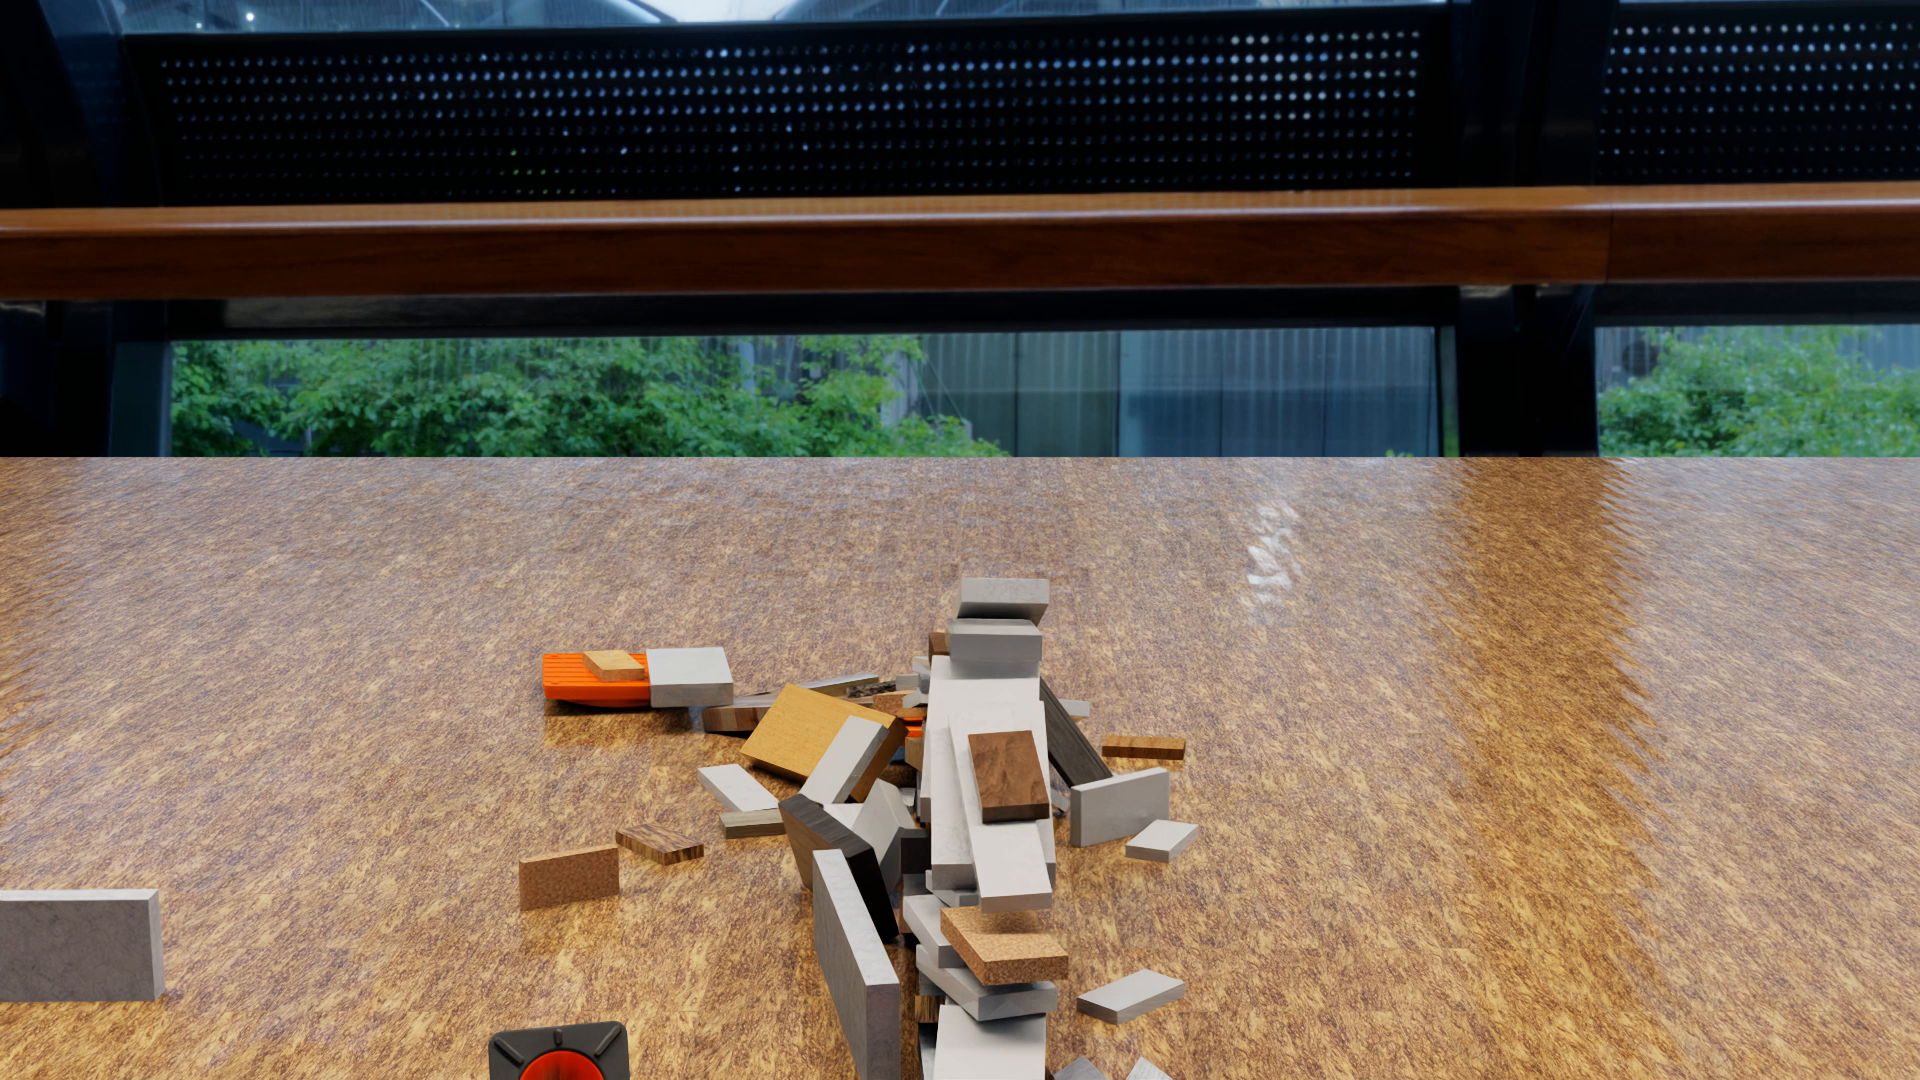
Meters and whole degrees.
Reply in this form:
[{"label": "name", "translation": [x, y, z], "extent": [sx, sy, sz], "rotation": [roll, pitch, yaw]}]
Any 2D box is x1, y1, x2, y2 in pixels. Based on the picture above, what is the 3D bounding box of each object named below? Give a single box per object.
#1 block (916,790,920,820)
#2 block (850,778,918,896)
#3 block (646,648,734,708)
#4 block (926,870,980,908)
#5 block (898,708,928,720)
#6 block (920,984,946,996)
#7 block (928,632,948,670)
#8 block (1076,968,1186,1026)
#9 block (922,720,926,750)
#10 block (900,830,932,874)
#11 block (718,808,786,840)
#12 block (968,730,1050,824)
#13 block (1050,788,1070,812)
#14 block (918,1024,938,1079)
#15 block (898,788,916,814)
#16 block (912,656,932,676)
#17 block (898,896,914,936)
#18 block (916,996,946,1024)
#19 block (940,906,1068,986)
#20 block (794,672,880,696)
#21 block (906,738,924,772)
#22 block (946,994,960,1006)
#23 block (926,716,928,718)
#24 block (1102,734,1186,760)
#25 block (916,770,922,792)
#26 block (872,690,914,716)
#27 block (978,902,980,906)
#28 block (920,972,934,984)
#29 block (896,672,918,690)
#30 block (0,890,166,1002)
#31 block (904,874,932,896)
[{"label": "block", "translation": [0.001, 0.472, 3.913], "extent": [0.157, 0.044, 0.314], "rotation": [0, -8, -2]}, {"label": "block", "translation": [-0.136, 0.509, 3.717], "extent": [0.039, 0.138, 0.276], "rotation": [26, 5, -13]}, {"label": "block", "translation": [-0.592, 0.297, 4.794], "extent": [0.172, 0.049, 0.345], "rotation": [-1, 10, -10]}, {"label": "block", "translation": [0.017, 0.475, 2.993], "extent": [0.086, 0.024, 0.173], "rotation": [-1, 3, -16]}, {"label": "block", "translation": [-0.053, 0.326, 4.142], "extent": [0.116, 0.016, 0.058], "rotation": [-4, -12, 17]}, {"label": "block", "translation": [0.000, 0.633, 3.112], "extent": [0.110, 0.031, 0.220], "rotation": [0, -13, 0]}, {"label": "block", "translation": [0.035, 0.190, 3.587], "extent": [0.164, 0.047, 0.329], "rotation": [1, 3, -2]}, {"label": "block", "translation": [0.250, 0.665, 3.204], "extent": [0.077, 0.022, 0.153], "rotation": [10, 15, 44]}, {"label": "block", "translation": [0.010, 0.325, 3.669], "extent": [0.145, 0.041, 0.290], "rotation": [0, -3, 0]}, {"label": "block", "translation": [0.005, 0.465, 3.299], "extent": [0.180, 0.051, 0.359], "rotation": [0, -6, 0]}, {"label": "block", "translation": [-0.353, 0.515, 4.008], "extent": [0.163, 0.023, 0.081], "rotation": [-3, 11, -15]}, {"label": "block", "translation": [0.064, 0.317, 2.961], "extent": [0.089, 0.025, 0.178], "rotation": [-3, 28, -5]}, {"label": "block", "translation": [0.132, 0.450, 4.069], "extent": [0.160, 0.023, 0.080], "rotation": [34, -7, 4]}, {"label": "block", "translation": [0.012, 0.694, 2.863], "extent": [0.124, 0.035, 0.247], "rotation": [1, 10, -4]}, {"label": "block", "translation": [-0.114, 0.492, 4.152], "extent": [0.057, 0.016, 0.114], "rotation": [0, 11, 1]}, {"label": "block", "translation": [-0.017, 0.218, 3.776], "extent": [0.086, 0.024, 0.173], "rotation": [0, 1, -17]}, {"label": "block", "translation": [0.002, 0.567, 3.303], "extent": [0.180, 0.051, 0.359], "rotation": [0, -11, 0]}, {"label": "block", "translation": [0.002, 0.645, 3.016], "extent": [0.124, 0.035, 0.248], "rotation": [0, -13, 0]}, {"label": "block", "translation": [0.053, 0.508, 2.772], "extent": [0.107, 0.030, 0.214], "rotation": [-1, 8, -15]}, {"label": "block", "translation": [-0.267, 0.308, 4.591], "extent": [0.188, 0.027, 0.094], "rotation": [-9, 5, -10]}, {"label": "block", "translation": [-0.004, 0.380, 3.913], "extent": [0.157, 0.044, 0.314], "rotation": [0, -2, -7]}, {"label": "block", "translation": [0.033, 0.675, 2.740], "extent": [0.124, 0.035, 0.247], "rotation": [5, 40, 2]}, {"label": "block", "translation": [0.021, 0.332, 4.023], "extent": [0.145, 0.041, 0.423], "rotation": [1, -11, -6]}, {"label": "block", "translation": [0.376, 0.424, 4.497], "extent": [0.164, 0.023, 0.082], "rotation": [2, 11, 9]}, {"label": "block", "translation": [0.000, 0.446, 4.048], "extent": [0.157, 0.044, 0.314], "rotation": [0, -8, -1]}, {"label": "block", "translation": [-0.037, 0.318, 4.407], "extent": [0.145, 0.041, 0.290], "rotation": [-4, -1, 29]}, {"label": "block", "translation": [0.057, 0.463, 2.877], "extent": [0.048, 0.096, 0.014], "rotation": [4, 42, -21]}, {"label": "block", "translation": [0.002, 0.578, 3.043], "extent": [0.110, 0.031, 0.220], "rotation": [0, 0, 1]}, {"label": "block", "translation": [-0.012, 0.281, 4.409], "extent": [0.211, 0.030, 0.105], "rotation": [-4, -1, 31]}, {"label": "block", "translation": [-1.333, 0.594, 3.219], "extent": [0.312, 0.156, 0.044], "rotation": [0, 11, -1]}, {"label": "block", "translation": [0.003, 0.541, 3.501], "extent": [0.180, 0.051, 0.359], "rotation": [0, -7, 0]}]
